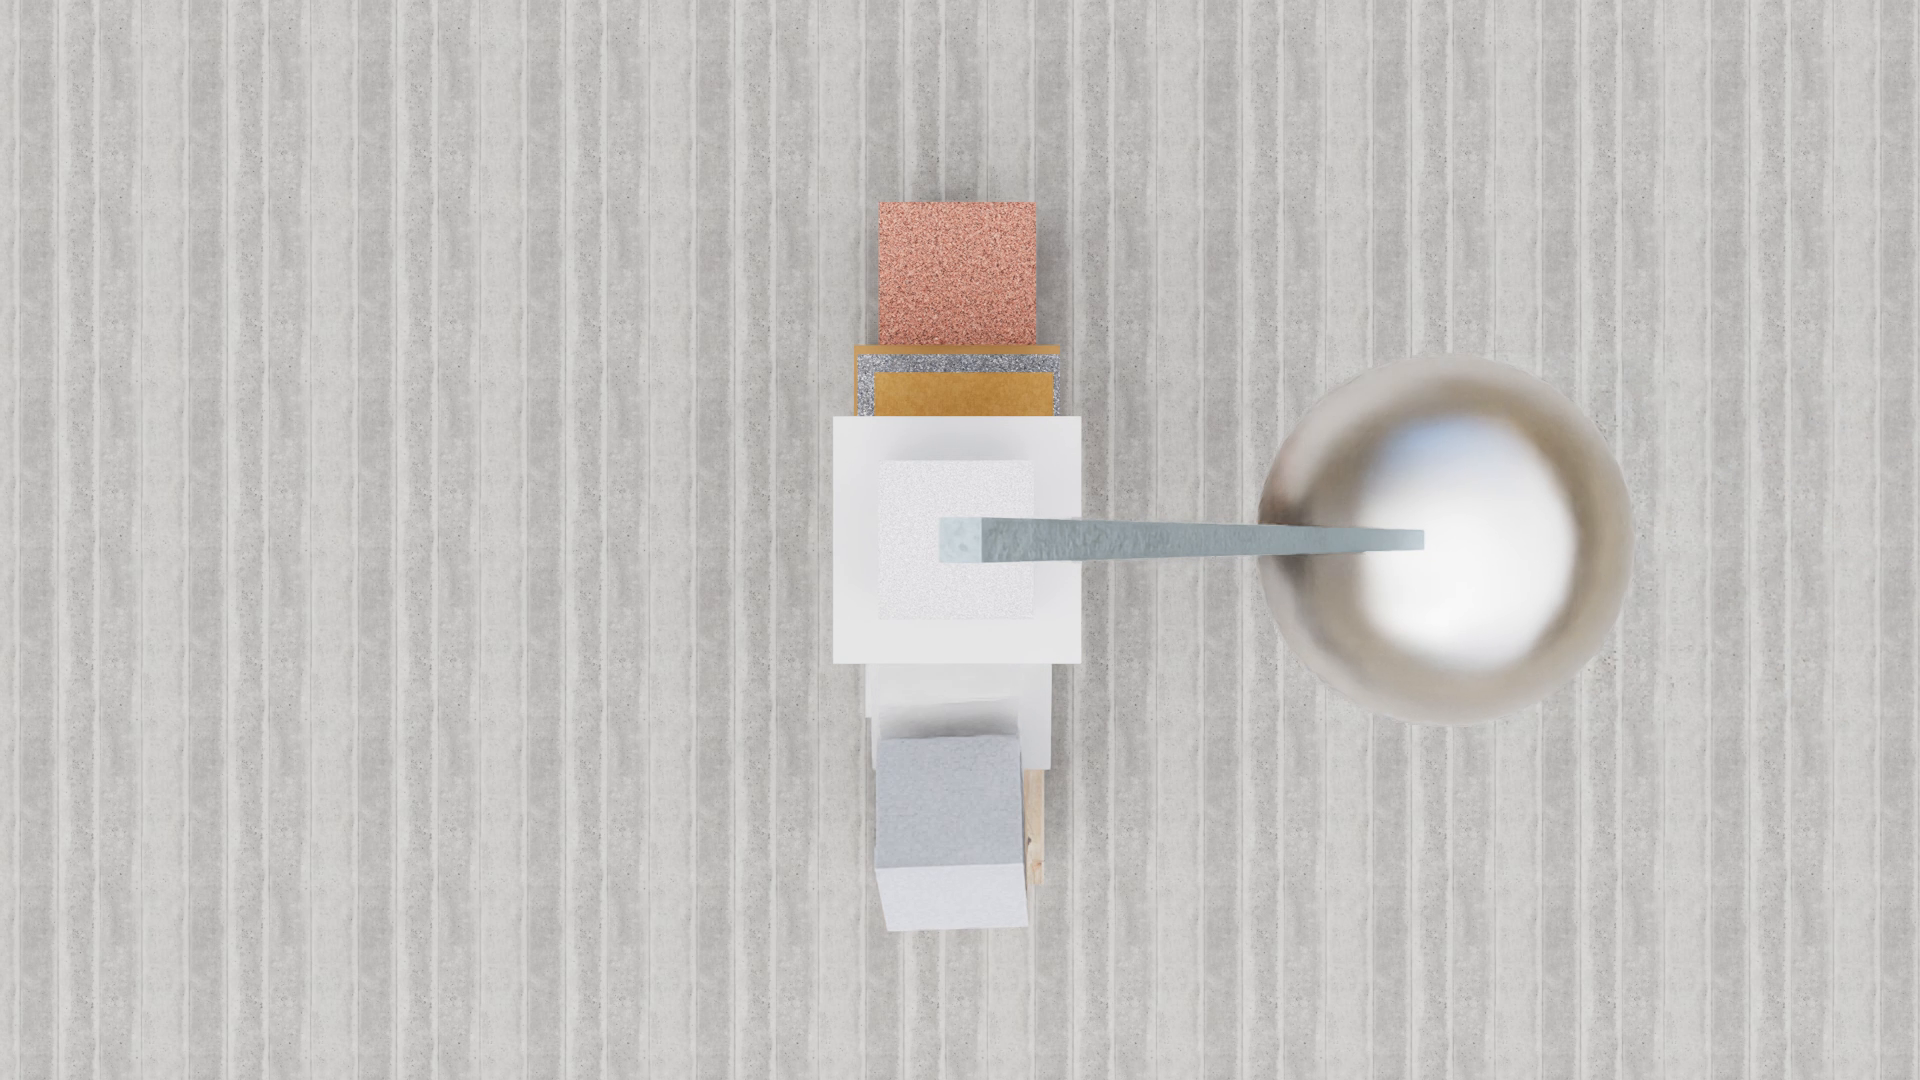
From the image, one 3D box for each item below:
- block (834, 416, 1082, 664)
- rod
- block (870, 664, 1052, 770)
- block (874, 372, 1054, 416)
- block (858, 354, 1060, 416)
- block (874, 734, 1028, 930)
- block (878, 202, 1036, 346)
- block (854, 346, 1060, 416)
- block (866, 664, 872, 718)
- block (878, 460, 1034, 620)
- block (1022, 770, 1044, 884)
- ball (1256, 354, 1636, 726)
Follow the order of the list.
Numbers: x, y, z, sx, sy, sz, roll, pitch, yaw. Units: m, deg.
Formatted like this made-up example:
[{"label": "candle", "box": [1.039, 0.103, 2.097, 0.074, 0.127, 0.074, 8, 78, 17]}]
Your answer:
[{"label": "block", "box": [-0.010, 0.000, 8.725, 0.938, 0.806, 0.935, 0, 90, 0]}, {"label": "rod", "box": [0.899, 0.000, 6.278, 0.080, 5.200, 0.080, 0, 90, 20]}, {"label": "block", "box": [0.006, 0.587, 11.501, 0.909, 0.917, 0.914, 0, 110, 0]}, {"label": "block", "box": [0.018, -0.344, 10.477, 0.821, 0.738, 0.851, 0, 90, 0]}, {"label": "block", "box": [-0.006, -0.462, 11.320, 0.999, 0.948, 0.906, 0, 90, 0]}, {"label": "block", "box": [-0.035, 1.466, 10.999, 0.711, 0.679, 0.714, -3, 54, 3]}, {"label": "block", "box": [-0.014, -1.470, 12.631, 0.876, 0.738, 0.829, 0, 90, 0]}, {"label": "block", "box": [-0.017, -0.502, 12.397, 1.104, 1.206, 1.086, 0, 90, 0]}, {"label": "block", "box": [-0.015, 0.513, 12.543, 1.010, 0.914, 0.924, 0, 90, 0]}, {"label": "block", "box": [-0.015, 0.000, 8.026, 0.547, 0.592, 0.559, 0, 90, 0]}, {"label": "block", "box": [0.013, 1.435, 12.516, 0.895, 0.968, 0.899, 0, 90, 0]}, {"label": "ball", "box": [2.074, 0.000, 9.468, 1.600, 1.600, 1.600, 0, 90, 0]}]
